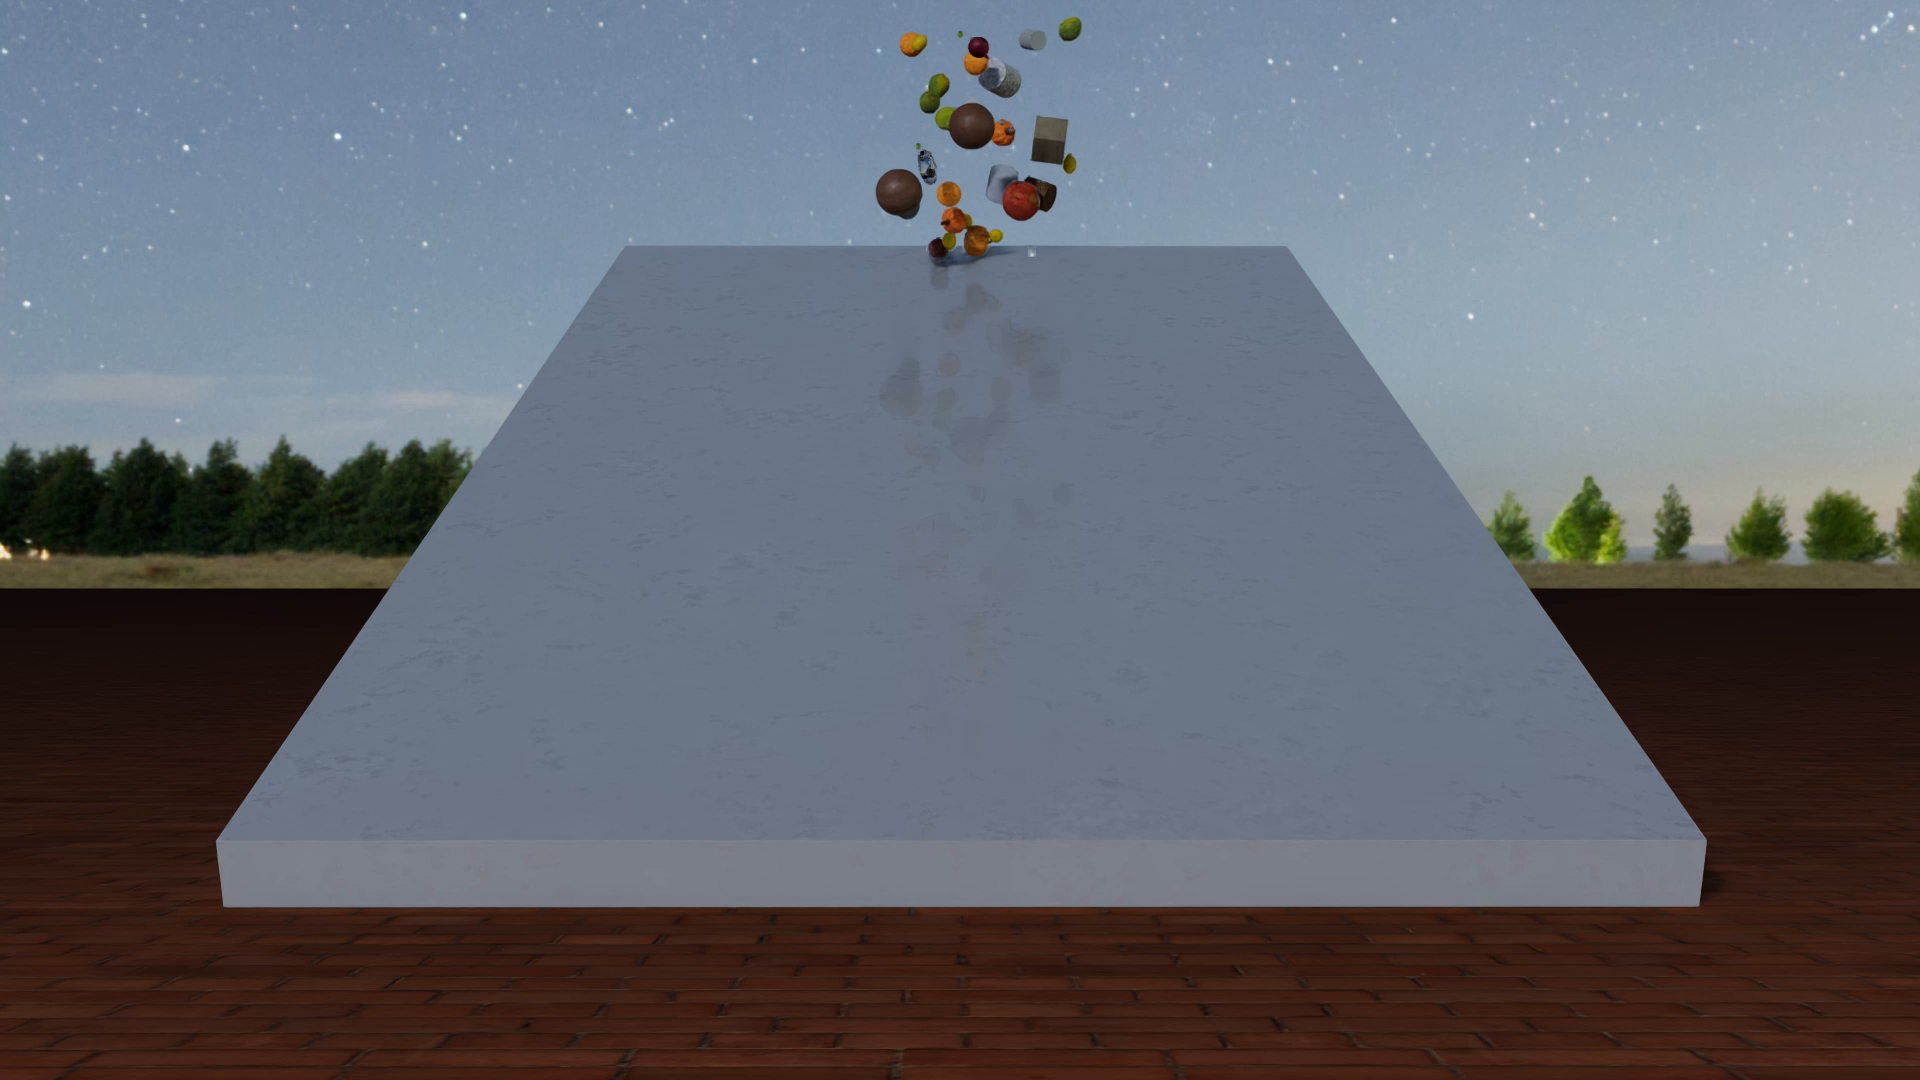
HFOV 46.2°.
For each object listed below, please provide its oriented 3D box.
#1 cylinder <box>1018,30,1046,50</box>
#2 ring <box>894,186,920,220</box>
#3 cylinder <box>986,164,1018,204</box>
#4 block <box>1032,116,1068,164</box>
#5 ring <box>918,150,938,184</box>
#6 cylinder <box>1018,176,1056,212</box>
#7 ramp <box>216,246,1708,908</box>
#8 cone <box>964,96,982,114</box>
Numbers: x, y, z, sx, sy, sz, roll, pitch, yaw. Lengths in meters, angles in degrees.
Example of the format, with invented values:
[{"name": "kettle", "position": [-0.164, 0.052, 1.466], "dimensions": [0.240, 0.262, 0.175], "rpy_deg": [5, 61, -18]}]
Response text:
[{"name": "cylinder", "position": [0.211, -1.450, 6.519], "dimensions": [0.057, 0.057, 0.057], "rpy_deg": [1, 14, -34]}, {"name": "ring", "position": [-0.148, -0.948, 6.331], "dimensions": [0.031, 0.092, 0.092], "rpy_deg": [6, 3, 41]}, {"name": "cylinder", "position": [0.125, -1.060, 6.700], "dimensions": [0.085, 0.085, 0.085], "rpy_deg": [7, 41, -6]}, {"name": "block", "position": [0.263, -1.173, 6.600], "dimensions": [0.093, 0.093, 0.093], "rpy_deg": [7, -36, 2]}, {"name": "ring", "position": [-0.090, -1.037, 6.261], "dimensions": [0.032, 0.097, 0.097], "rpy_deg": [-12, -5, 17]}, {"name": "cylinder", "position": [0.228, -1.015, 6.598], "dimensions": [0.083, 0.083, 0.083], "rpy_deg": [23, 8, 22]}, {"name": "ramp", "position": [-0.004, -0.196, 4.925], "dimensions": [2.000, 0.100, 4.000], "rpy_deg": [0, 19, 0]}, {"name": "cone", "position": [0.048, -1.254, 6.506], "dimensions": [0.054, 0.054, 0.054], "rpy_deg": [-1, 1, 41]}]
